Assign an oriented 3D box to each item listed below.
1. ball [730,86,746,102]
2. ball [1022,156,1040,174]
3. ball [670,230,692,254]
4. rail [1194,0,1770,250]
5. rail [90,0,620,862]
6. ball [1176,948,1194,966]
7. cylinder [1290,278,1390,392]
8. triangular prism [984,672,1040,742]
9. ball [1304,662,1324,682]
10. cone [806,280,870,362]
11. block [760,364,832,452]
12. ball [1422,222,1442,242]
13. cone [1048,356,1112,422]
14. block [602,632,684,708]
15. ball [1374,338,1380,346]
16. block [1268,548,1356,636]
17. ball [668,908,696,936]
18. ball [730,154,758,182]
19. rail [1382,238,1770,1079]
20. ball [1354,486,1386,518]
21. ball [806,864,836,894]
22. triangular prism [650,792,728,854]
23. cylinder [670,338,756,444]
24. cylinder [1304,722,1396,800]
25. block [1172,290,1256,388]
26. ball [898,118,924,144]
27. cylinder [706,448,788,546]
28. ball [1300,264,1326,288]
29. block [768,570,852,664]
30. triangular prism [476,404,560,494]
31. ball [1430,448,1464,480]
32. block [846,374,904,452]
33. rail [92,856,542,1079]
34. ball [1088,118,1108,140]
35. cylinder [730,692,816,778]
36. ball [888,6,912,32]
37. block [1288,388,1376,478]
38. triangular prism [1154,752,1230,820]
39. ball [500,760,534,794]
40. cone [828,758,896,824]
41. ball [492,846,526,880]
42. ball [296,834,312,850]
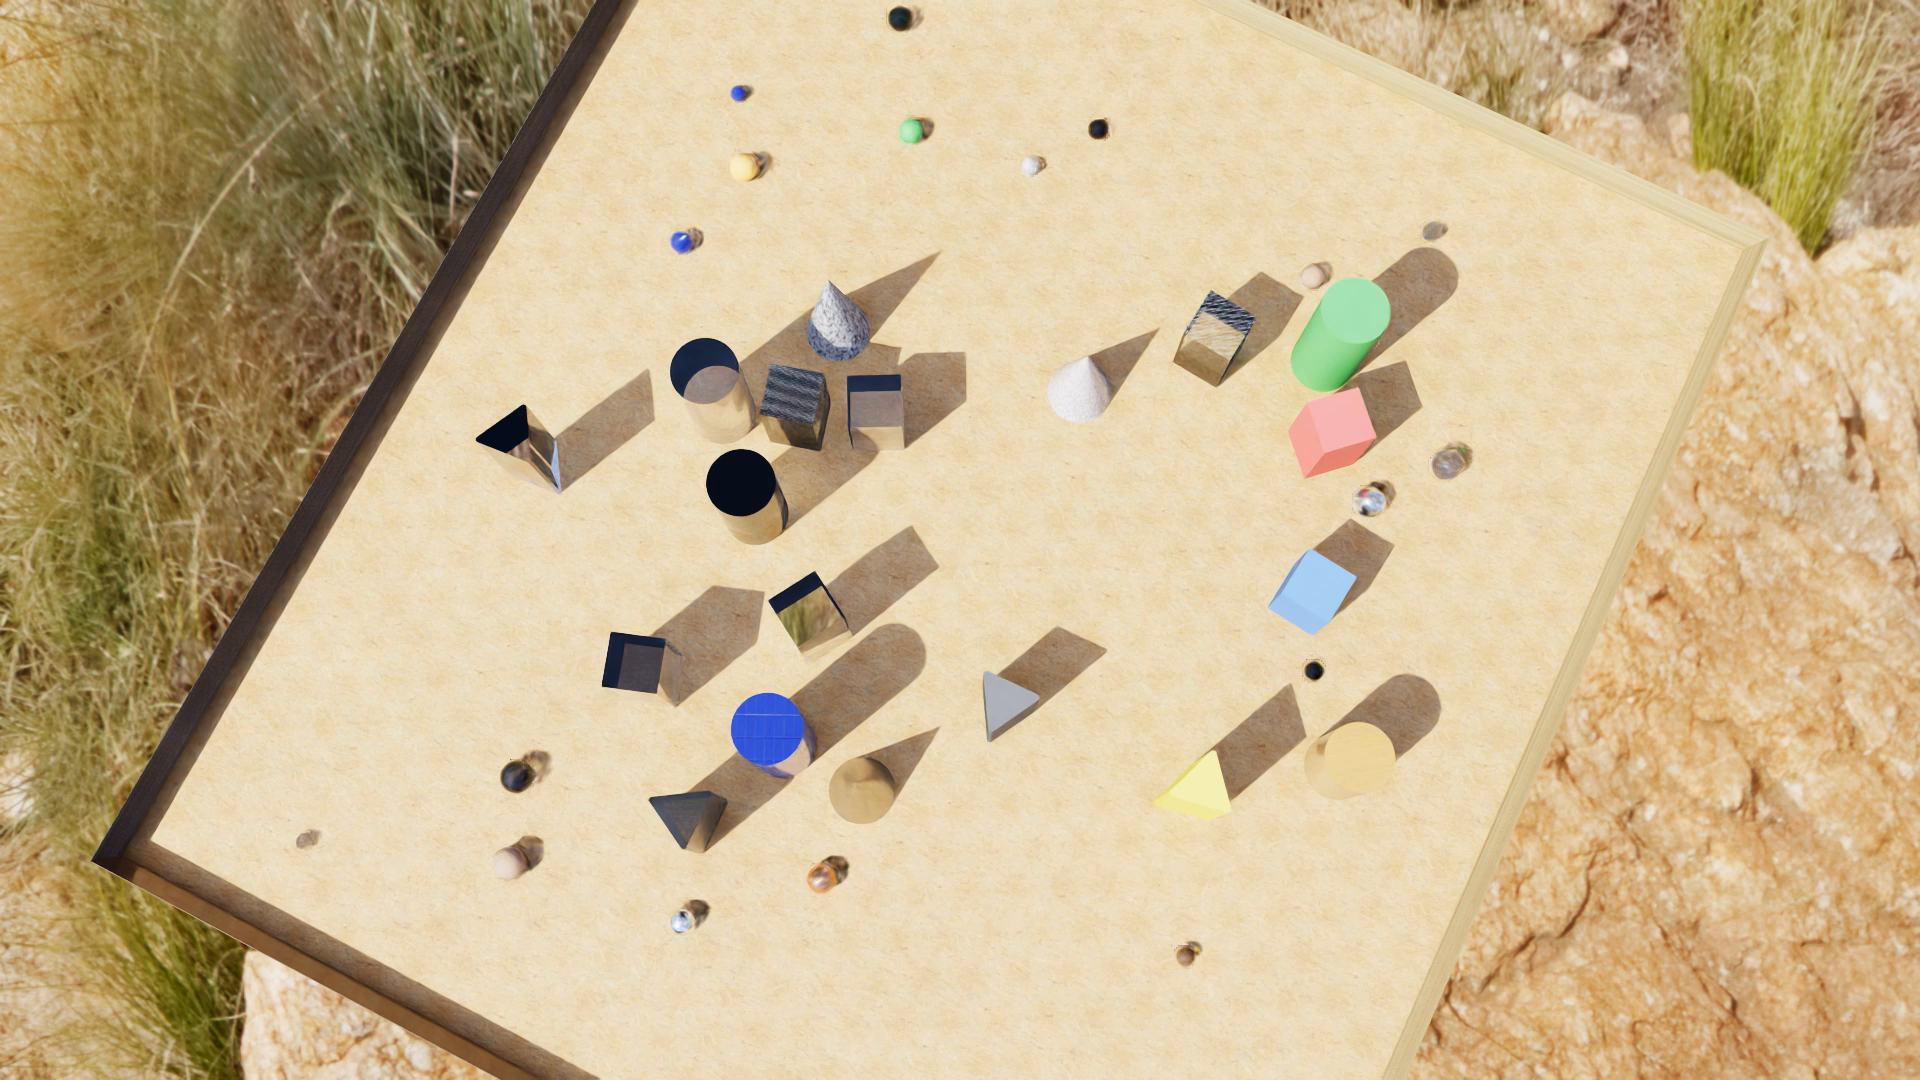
[{"bbox_3d":[-0.713,-1.435,5.888,0.050,0.050,0.050,0,78,0],"label":"ball"},{"bbox_3d":[0.225,-1.192,5.834,0.057,0.057,0.057,0,78,0],"label":"ball"},{"bbox_3d":[-0.878,-0.939,5.775,0.071,0.071,0.071,0,78,0],"label":"ball"},{"bbox_3d":[0.874,-1.704,5.902,3.643,0.130,0.045,26,80,5],"label":"rail"},{"bbox_3d":[-1.608,-0.780,5.711,0.045,0.130,3.955,26,80,5],"label":"rail"},{"bbox_3d":[0.656,1.215,5.337,0.055,0.055,0.055,0,78,0],"label":"ball"},{"bbox_3d":[1.134,-0.609,5.493,0.200,0.490,0.200,0,78,0],"label":"cylinder"},{"bbox_3d":[0.114,0.466,5.360,0.173,0.314,0.150,-34,80,-7],"label":"triangular prism"},{"bbox_3d":[1.063,0.394,5.505,0.060,0.060,0.060,0,78,0],"label":"ball"},{"bbox_3d":[-0.382,-0.705,5.519,0.200,0.477,0.200,0,78,0],"label":"cone"},{"bbox_3d":[-0.495,-0.397,5.538,0.160,0.314,0.160,11,79,2],"label":"block"},{"bbox_3d":[1.490,-0.973,5.786,0.063,0.063,0.063,0,78,0],"label":"ball"},{"bbox_3d":[0.372,-0.499,5.531,0.200,0.371,0.200,0,78,0],"label":"cone"},{"bbox_3d":[-0.924,0.383,5.360,0.160,0.347,0.160,7,78,2],"label":"block"},{"bbox_3d":[1.260,-0.639,5.698,0.092,0.092,0.092,0,78,0],"label":"ball"},{"bbox_3d":[1.044,0.157,5.453,0.160,0.257,0.160,32,80,6],"label":"block"},{"bbox_3d":[-0.812,1.116,5.345,0.080,0.080,0.080,0,78,0],"label":"ball"},{"bbox_3d":[-0.688,-1.182,5.816,0.089,0.089,0.089,0,78,0],"label":"ball"},{"bbox_3d":[1.608,0.794,5.385,0.045,0.130,3.955,26,80,5],"label":"rail"},{"bbox_3d":[1.251,-0.115,5.591,0.097,0.097,0.097,0,78,0],"label":"ball"},{"bbox_3d":[-0.405,0.994,5.367,0.086,0.086,0.086,0,78,0],"label":"ball"},{"bbox_3d":[-0.753,0.781,5.266,0.150,0.370,0.173,-35,80,-7],"label":"triangular prism"},{"bbox_3d":[-0.733,-0.440,5.478,0.200,0.450,0.200,0,78,0],"label":"cylinder"},{"bbox_3d":[1.127,0.645,5.321,0.200,0.317,0.200,0,78,0],"label":"cylinder"},{"bbox_3d":[0.775,-0.611,5.595,0.160,0.289,0.160,32,80,6],"label":"block"},{"bbox_3d":[-0.157,-1.304,5.846,0.080,0.080,0.080,0,78,0],"label":"ball"},{"bbox_3d":[-0.626,-0.123,5.434,0.200,0.408,0.200,0,78,0],"label":"cylinder"},{"bbox_3d":[1.107,-0.826,5.749,0.076,0.076,0.076,0,78,0],"label":"ball"},{"bbox_3d":[-0.436,0.233,5.376,0.160,0.378,0.160,-32,80,-6],"label":"block"},{"bbox_3d":[-1.283,-0.283,5.468,0.173,0.405,0.150,22,79,4],"label":"triangular prism"},{"bbox_3d":[1.494,-0.231,5.613,0.100,0.100,0.100,0,78,0],"label":"ball"},{"bbox_3d":[-0.254,-0.383,5.554,0.160,0.278,0.160,-1,78,0],"label":"block"},{"bbox_3d":[-0.874,1.718,5.194,3.643,0.130,0.045,26,80,5],"label":"rail"},{"bbox_3d":[0.442,-1.312,5.854,0.067,0.067,0.067,0,78,0],"label":"ball"},{"bbox_3d":[-0.529,0.565,5.259,0.200,0.472,0.200,0,78,0],"label":"cylinder"},{"bbox_3d":[-0.194,-1.685,5.924,0.081,0.081,0.081,0,78,0],"label":"ball"},{"bbox_3d":[1.116,-0.319,5.518,0.160,0.322,0.160,-17,79,-3],"label":"block"},{"bbox_3d":[0.681,0.695,5.257,0.173,0.423,0.150,16,79,3],"label":"triangular prism"},{"bbox_3d":[-1.311,0.701,5.421,0.099,0.099,0.099,0,78,0],"label":"ball"},{"bbox_3d":[-0.291,0.712,5.296,0.200,0.340,0.200,0,78,0],"label":"cone"},{"bbox_3d":[-1.322,0.949,5.370,0.098,0.098,0.098,0,78,0],"label":"ball"},{"bbox_3d":[-1.936,0.889,5.408,0.048,0.048,0.048,0,78,0],"label":"ball"}]
